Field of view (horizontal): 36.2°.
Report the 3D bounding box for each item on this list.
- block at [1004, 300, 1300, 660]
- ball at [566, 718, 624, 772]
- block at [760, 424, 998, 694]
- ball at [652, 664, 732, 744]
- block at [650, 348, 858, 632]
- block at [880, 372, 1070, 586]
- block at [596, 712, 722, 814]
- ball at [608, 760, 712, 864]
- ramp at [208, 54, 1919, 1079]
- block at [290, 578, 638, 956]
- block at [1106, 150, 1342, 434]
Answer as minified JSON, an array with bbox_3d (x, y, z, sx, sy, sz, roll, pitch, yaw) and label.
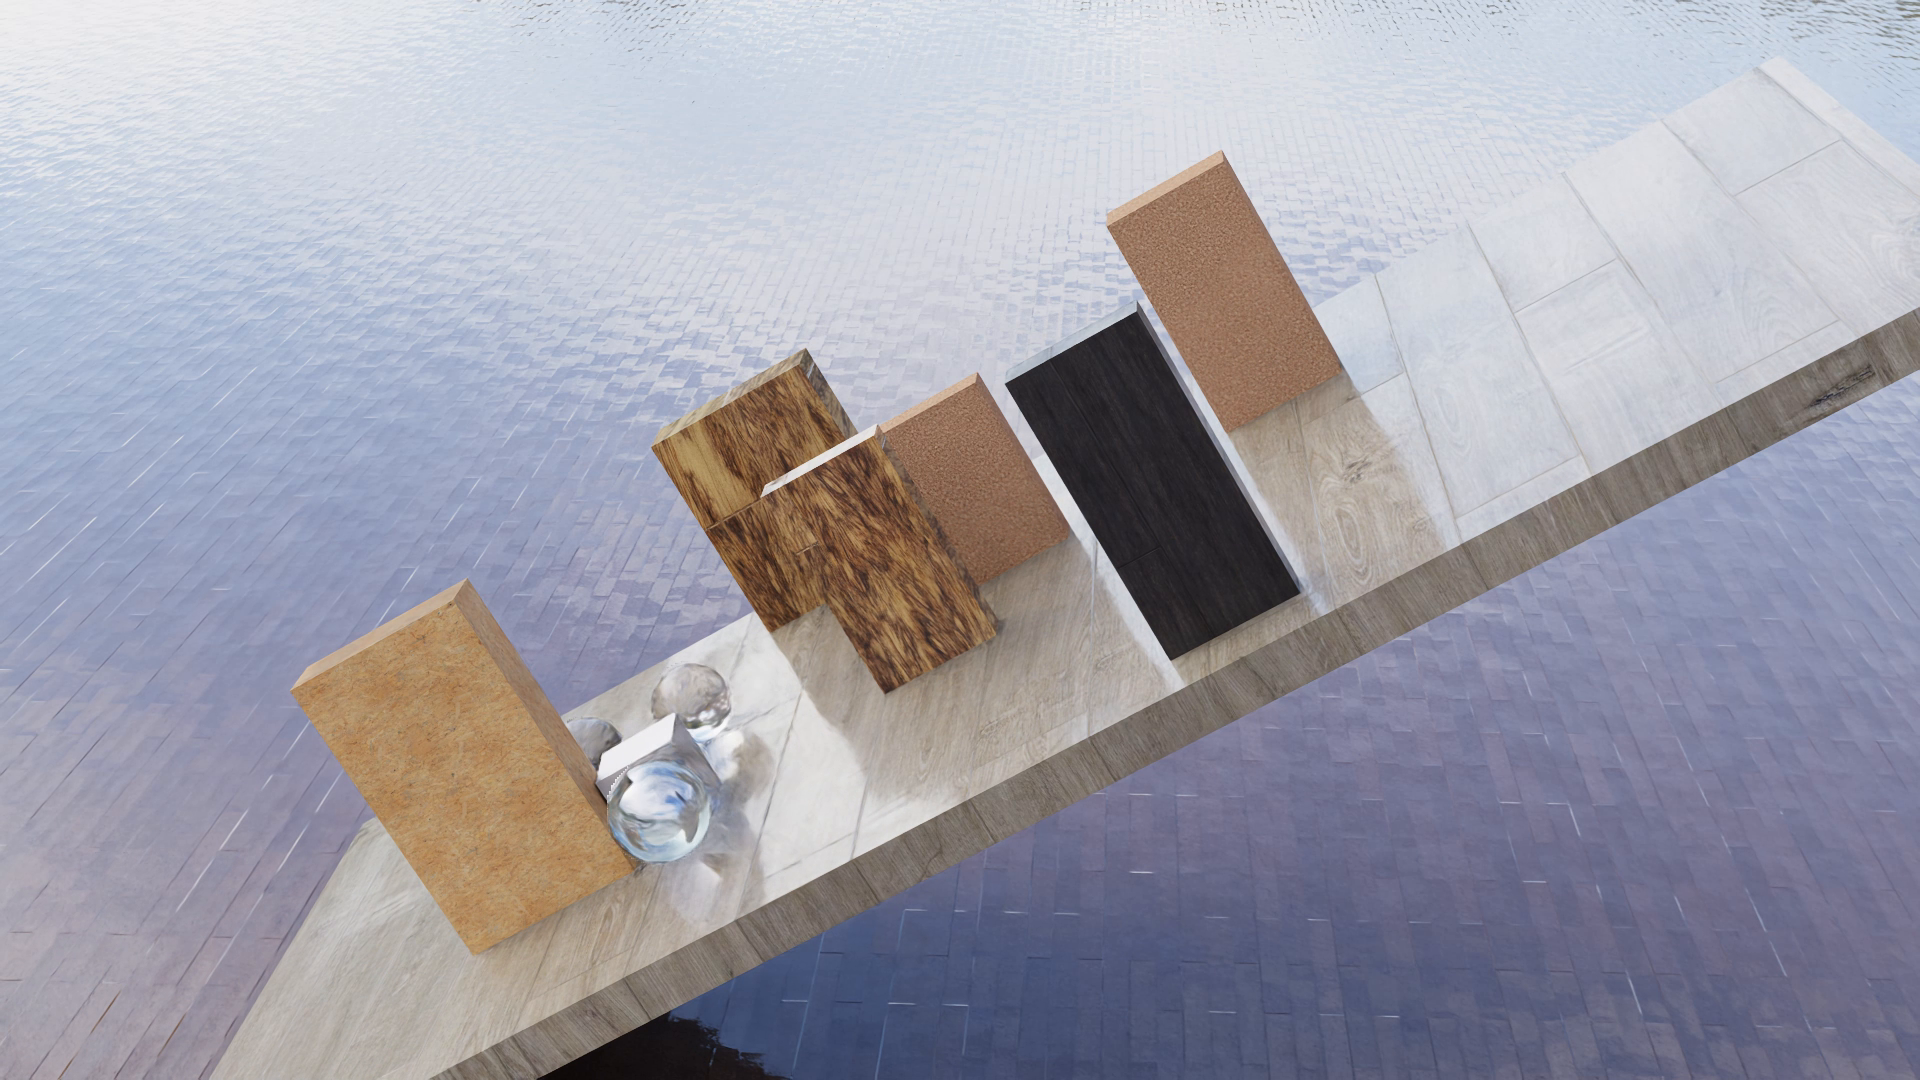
[{"bbox_3d":[0.352,-0.105,5.345,0.271,0.607,0.090,-28,15,12],"label":"block"},{"bbox_3d":[-0.837,0.494,6.615,0.187,0.187,0.187,0,19,0],"label":"ball"},{"bbox_3d":[-0.165,0.042,6.127,0.274,0.498,0.087,-28,15,12],"label":"block"},{"bbox_3d":[-0.599,0.366,6.570,0.181,0.181,0.181,0,19,0],"label":"ball"},{"bbox_3d":[-0.415,-0.118,7.078,0.415,0.540,0.150,-28,15,12],"label":"block"},{"bbox_3d":[-0.001,-0.112,6.486,0.324,0.407,0.089,-28,15,12],"label":"block"},{"bbox_3d":[-0.630,0.507,6.159,0.182,0.182,0.182,-30,15,6],"label":"block"},{"bbox_3d":[-0.602,0.544,5.896,0.206,0.206,0.206,0,19,0],"label":"ball"},{"bbox_3d":[0.142,0.168,6.285,4.000,0.100,2.000,-28,15,12],"label":"ramp"},{"bbox_3d":[-1.008,0.471,6.055,0.400,0.678,0.134,-28,15,12],"label":"block"},{"bbox_3d":[0.581,-0.545,6.476,0.289,0.538,0.132,-28,15,12],"label":"block"}]
